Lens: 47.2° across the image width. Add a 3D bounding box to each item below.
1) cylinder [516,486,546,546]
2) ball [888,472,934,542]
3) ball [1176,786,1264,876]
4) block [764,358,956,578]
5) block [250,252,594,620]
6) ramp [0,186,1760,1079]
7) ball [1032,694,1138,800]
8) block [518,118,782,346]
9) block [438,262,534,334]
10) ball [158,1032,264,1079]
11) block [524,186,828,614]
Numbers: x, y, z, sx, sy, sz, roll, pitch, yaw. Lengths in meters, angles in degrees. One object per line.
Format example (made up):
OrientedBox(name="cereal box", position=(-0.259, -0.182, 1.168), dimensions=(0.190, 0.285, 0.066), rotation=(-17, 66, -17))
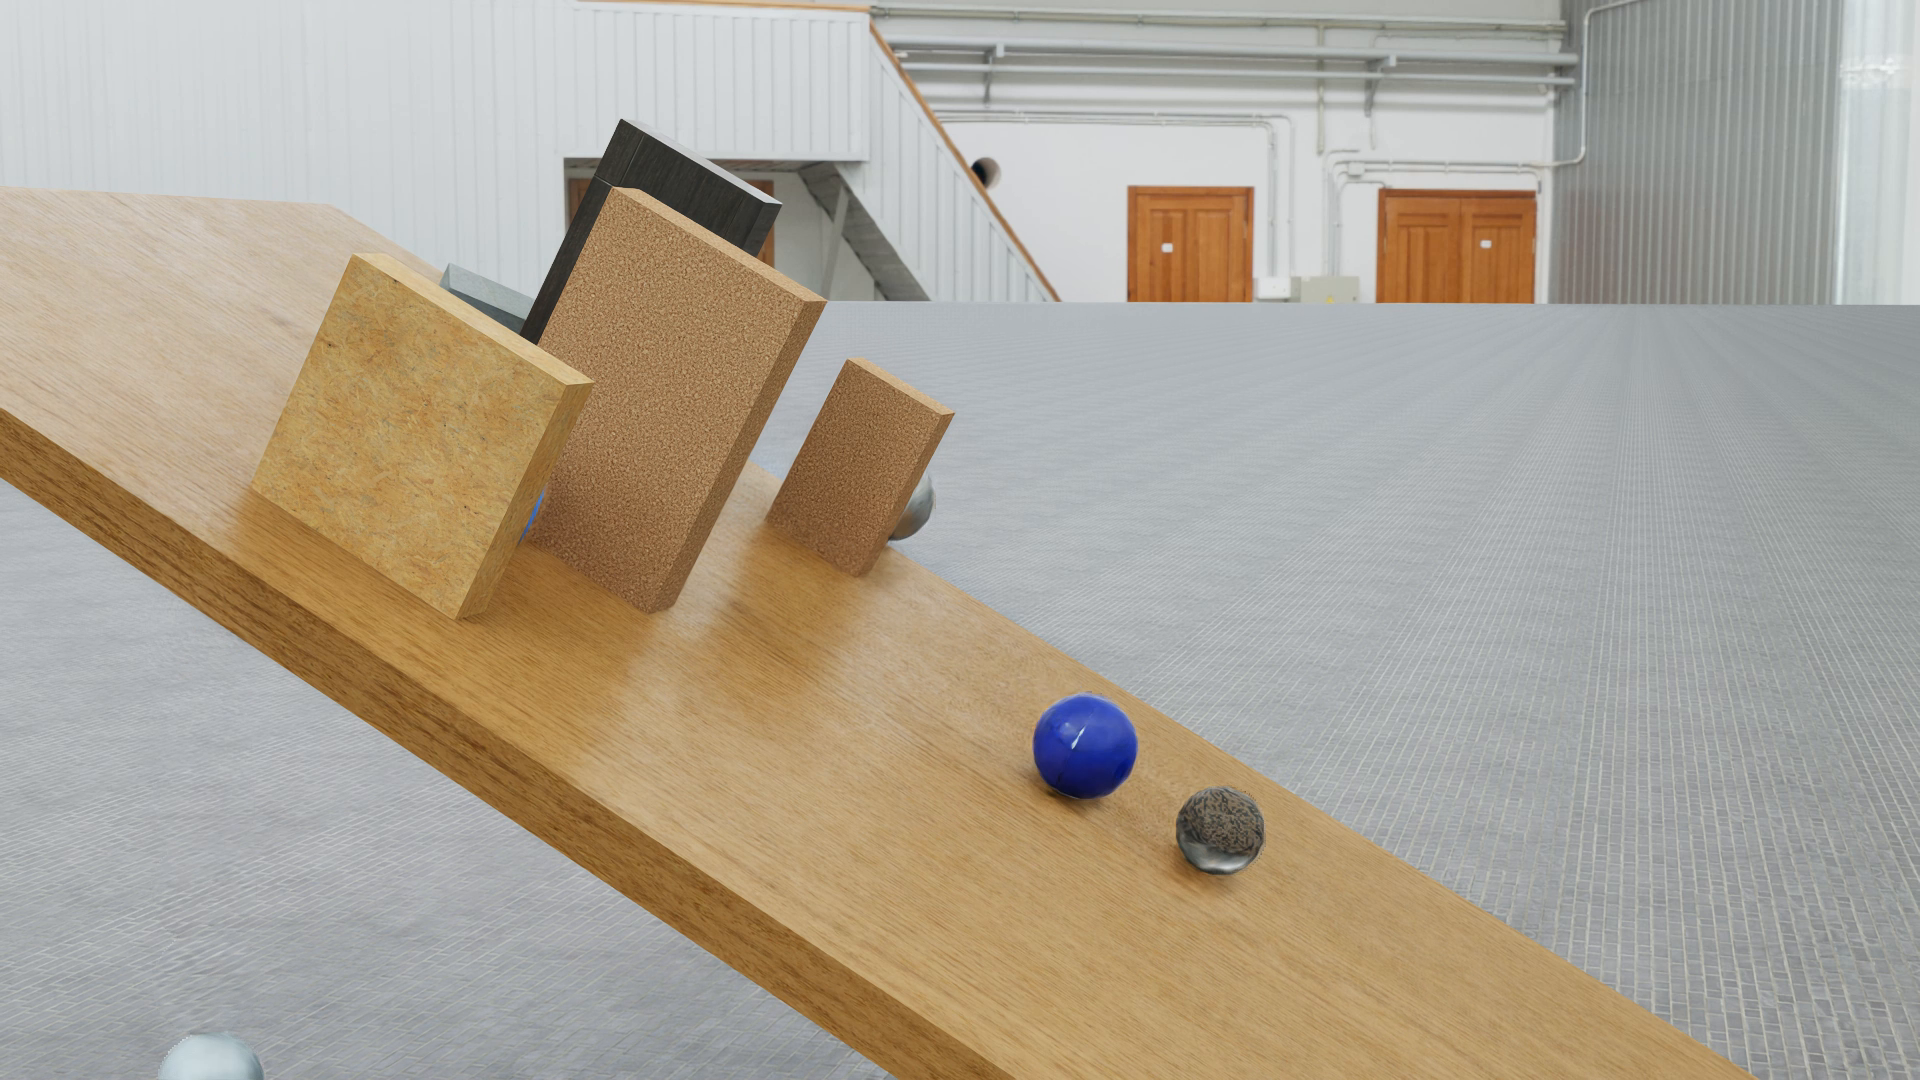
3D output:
OrientedBox(name="cylinder", position=(-0.853, -0.097, 3.772), dimensions=(0.208, 0.208, 0.208), rotation=(26, -8, -31))
OrientedBox(name="ball", position=(-0.162, -0.098, 5.123), dimensions=(0.204, 0.204, 0.204), rotation=(0, 7, 0))
OrientedBox(name="ball", position=(0.492, 0.551, 4.165), dimensions=(0.168, 0.168, 0.168), rotation=(0, 7, 0))
OrientedBox(name="block", position=(-0.220, -0.160, 4.812), dimensions=(0.245, 0.408, 0.099), rotation=(31, 14, 11))
OrientedBox(name="block", position=(-0.875, -0.170, 3.561), dimensions=(0.425, 0.434, 0.098), rotation=(31, 14, 11))
OrientedBox(name="ramp", position=(-0.205, 0.339, 4.139), dimensions=(4.000, 0.100, 2.000), rotation=(31, 14, 11))
OrientedBox(name="ball", position=(0.236, 0.391, 4.171), dimensions=(0.201, 0.201, 0.201), rotation=(0, 7, 0))
OrientedBox(name="block", position=(-0.674, -0.474, 4.506), dimensions=(0.353, 0.675, 0.096), rotation=(31, 14, 11))
OrientedBox(name="block", position=(-1.032, -0.437, 4.675), dimensions=(0.199, 0.199, 0.199), rotation=(23, 15, -21))
OrientedBox(name="ball", position=(-0.989, 0.718, 2.904), dimensions=(0.133, 0.133, 0.133), rotation=(0, 7, 0))
OrientedBox(name="block", position=(-0.574, -0.251, 3.983), dimensions=(0.416, 0.644, 0.110), rotation=(31, 14, 11))
